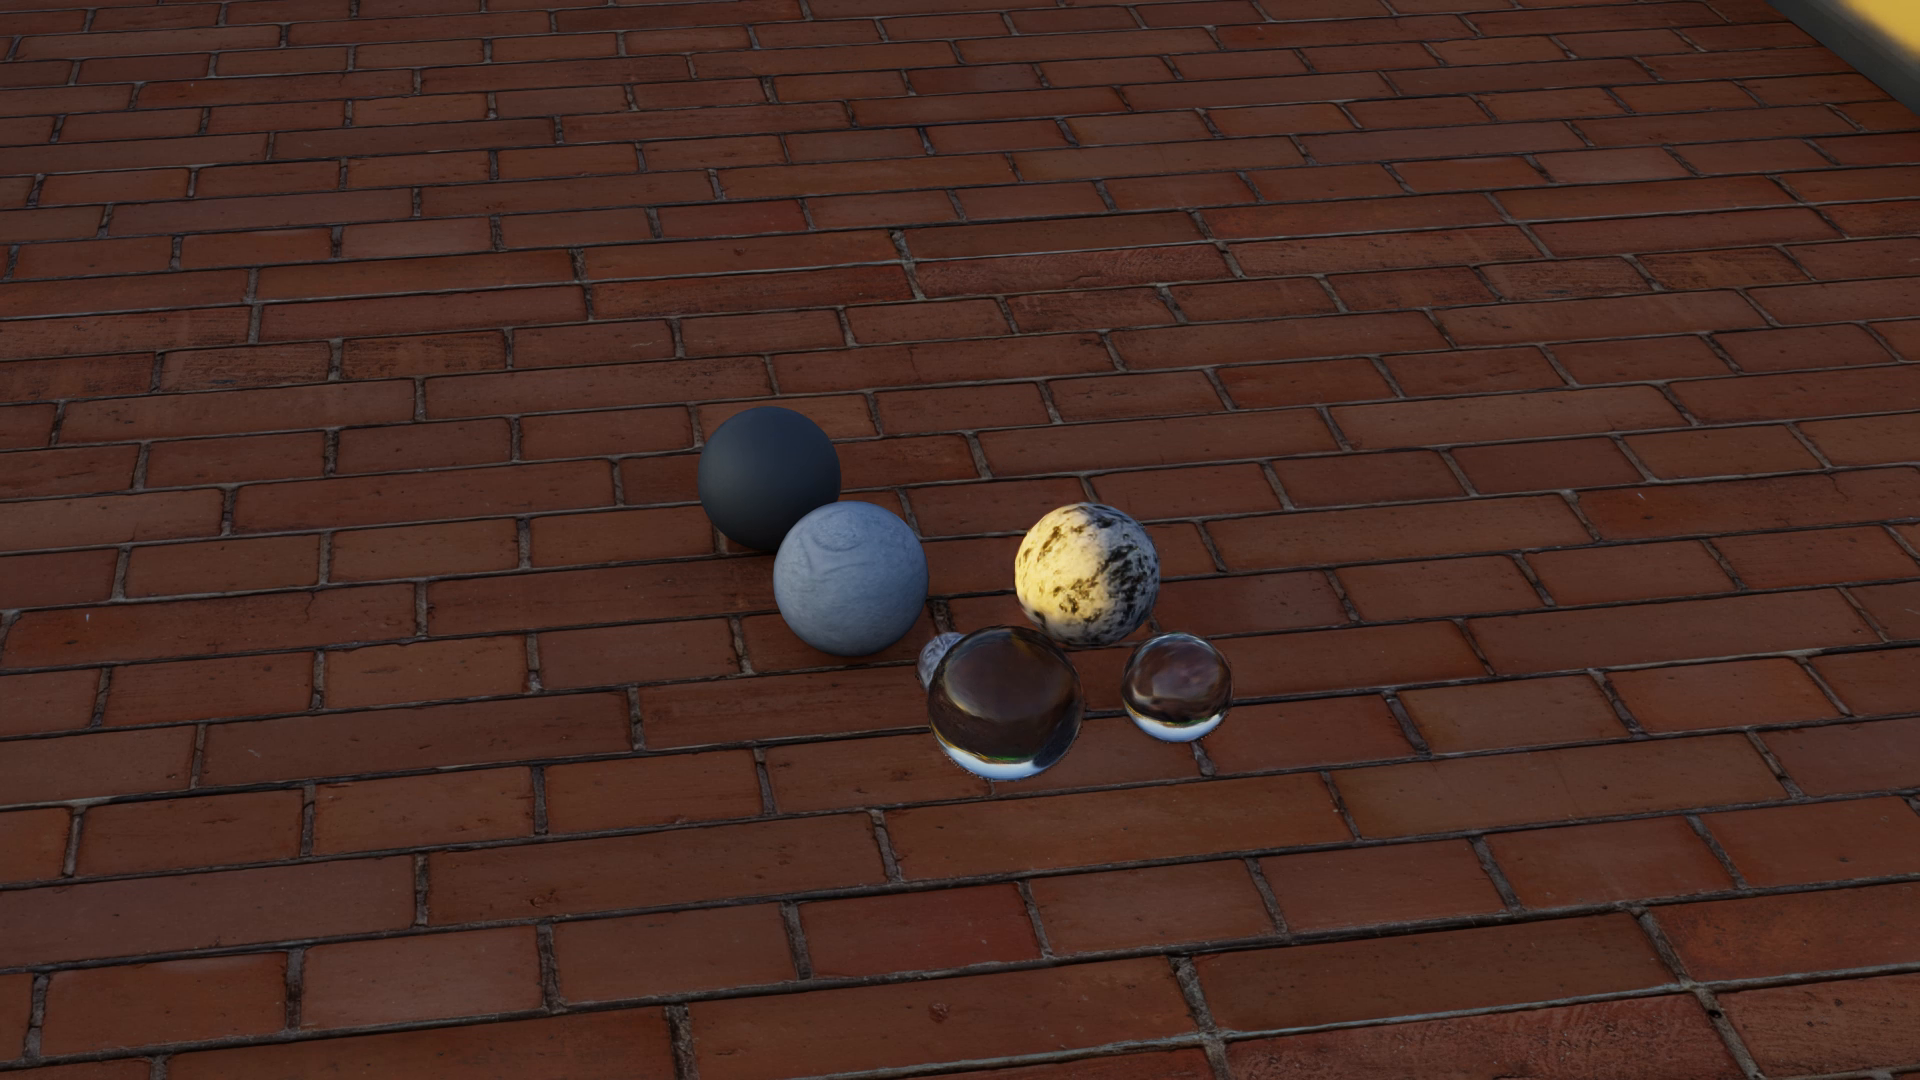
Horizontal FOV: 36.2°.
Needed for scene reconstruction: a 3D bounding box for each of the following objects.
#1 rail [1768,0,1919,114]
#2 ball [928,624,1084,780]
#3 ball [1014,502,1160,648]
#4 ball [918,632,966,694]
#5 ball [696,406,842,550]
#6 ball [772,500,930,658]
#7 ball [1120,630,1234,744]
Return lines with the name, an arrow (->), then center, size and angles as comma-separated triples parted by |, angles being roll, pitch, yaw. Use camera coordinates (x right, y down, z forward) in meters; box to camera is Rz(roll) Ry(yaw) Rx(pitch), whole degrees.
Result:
rail -> 0.807, -0.485, 2.678 | 0.045, 0.121, 3.382 | -4, 28, -8
ball -> 0.025, 0.090, 1.631 | 0.086, 0.086, 0.086 | 0, 28, 0
ball -> 0.071, 0.020, 1.634 | 0.081, 0.081, 0.081 | 0, 28, 0
ball -> -0.004, 0.075, 1.708 | 0.042, 0.042, 0.042 | 0, 28, 0
ball -> -0.121, -0.039, 1.870 | 0.092, 0.092, 0.092 | 0, 28, 0
ball -> -0.065, 0.023, 1.751 | 0.093, 0.093, 0.093 | 0, 28, 0
ball -> 0.123, 0.083, 1.668 | 0.064, 0.064, 0.064 | 0, 28, 0
